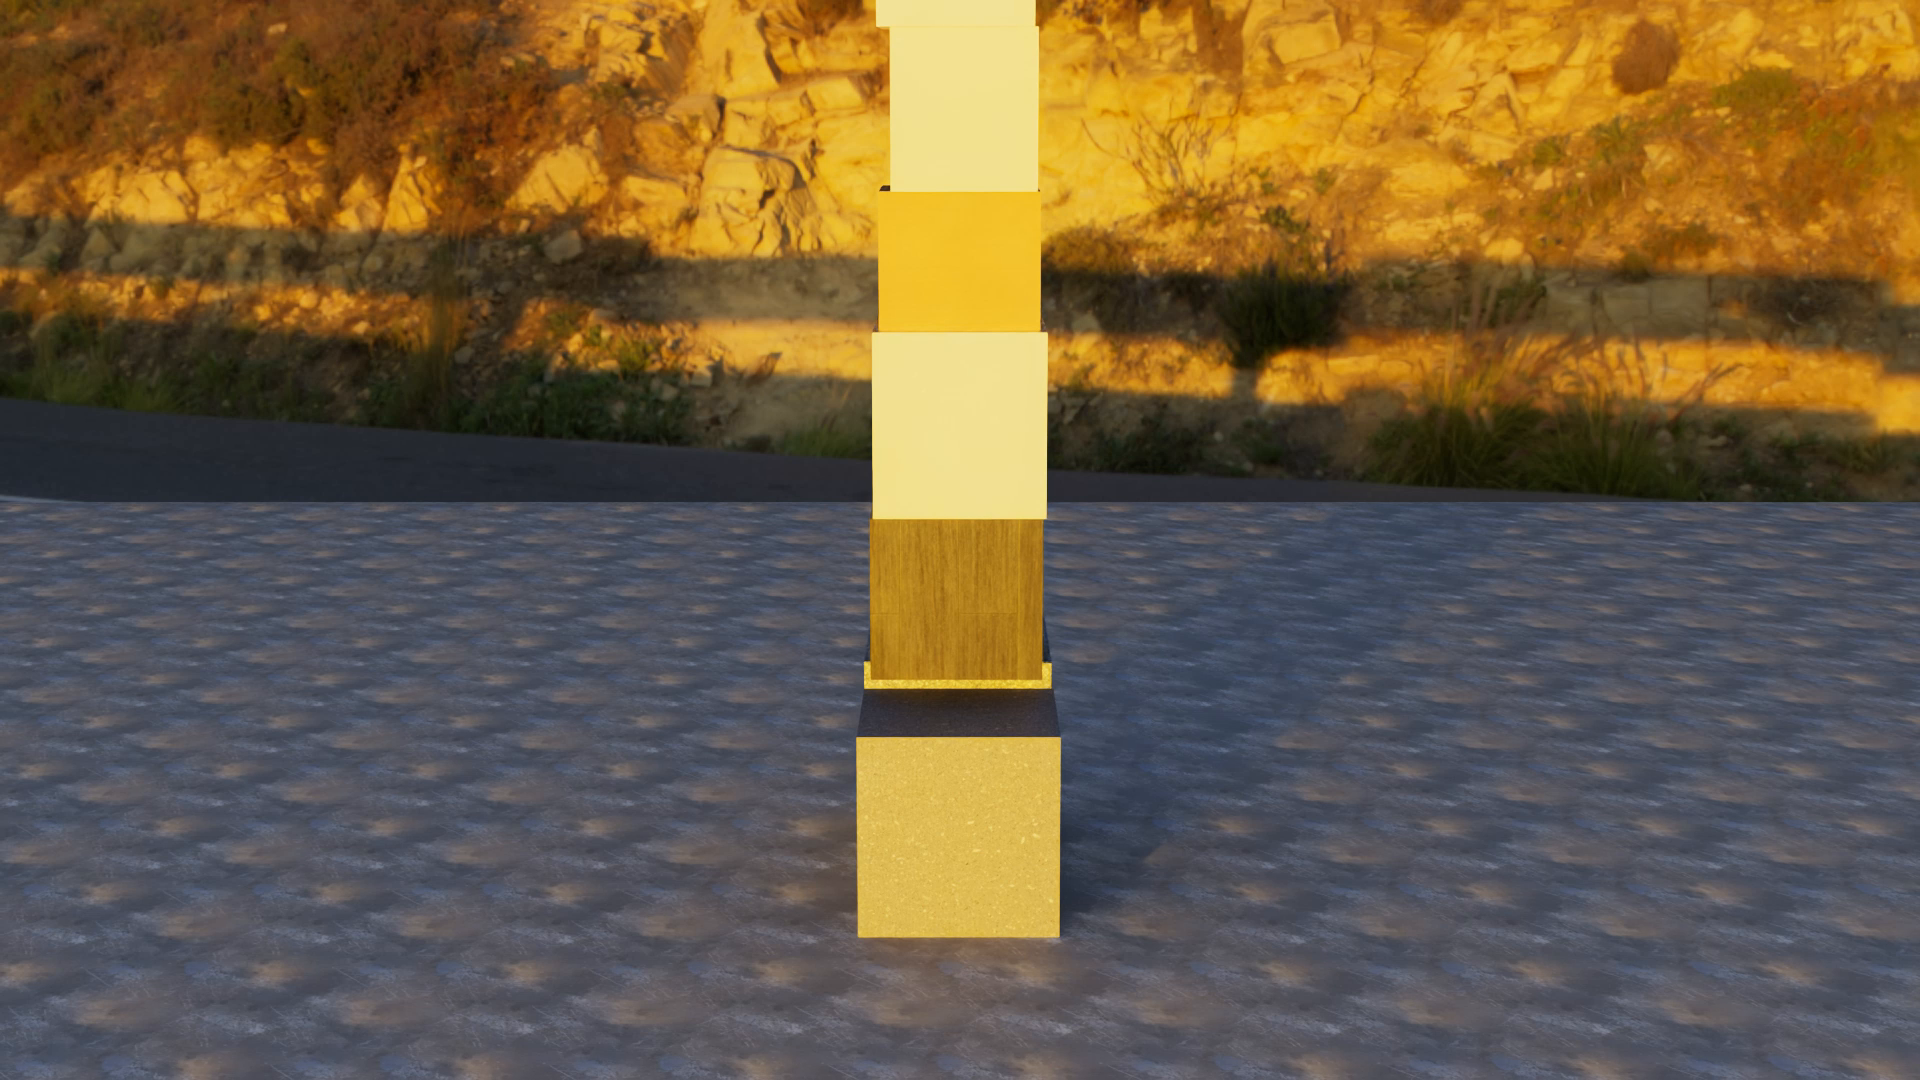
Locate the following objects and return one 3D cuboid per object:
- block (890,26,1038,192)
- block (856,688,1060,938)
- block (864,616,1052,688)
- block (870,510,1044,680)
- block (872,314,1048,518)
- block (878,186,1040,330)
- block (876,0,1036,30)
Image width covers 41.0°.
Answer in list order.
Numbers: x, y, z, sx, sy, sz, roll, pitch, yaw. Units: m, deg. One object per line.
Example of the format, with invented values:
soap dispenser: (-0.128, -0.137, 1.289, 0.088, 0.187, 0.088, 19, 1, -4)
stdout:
block: (0.018, -1.825, 10.849, 0.608, 0.669, 0.663, 0, 10, 0)
block: (-0.006, 1.144, 10.902, 0.829, 0.849, 0.835, 0, 10, 0)
block: (-0.010, 0.924, 11.778, 0.819, 0.969, 0.946, 0, 10, 0)
block: (-0.015, 0.182, 11.213, 0.728, 0.693, 0.790, 0, 10, 0)
block: (-0.001, -0.544, 11.081, 0.728, 0.784, 0.784, 0, 10, 0)
block: (-0.002, -1.213, 10.960, 0.673, 0.576, 0.613, 0, 10, 0)
block: (-0.018, -2.437, 10.737, 0.648, 0.577, 0.692, 0, 10, 0)
